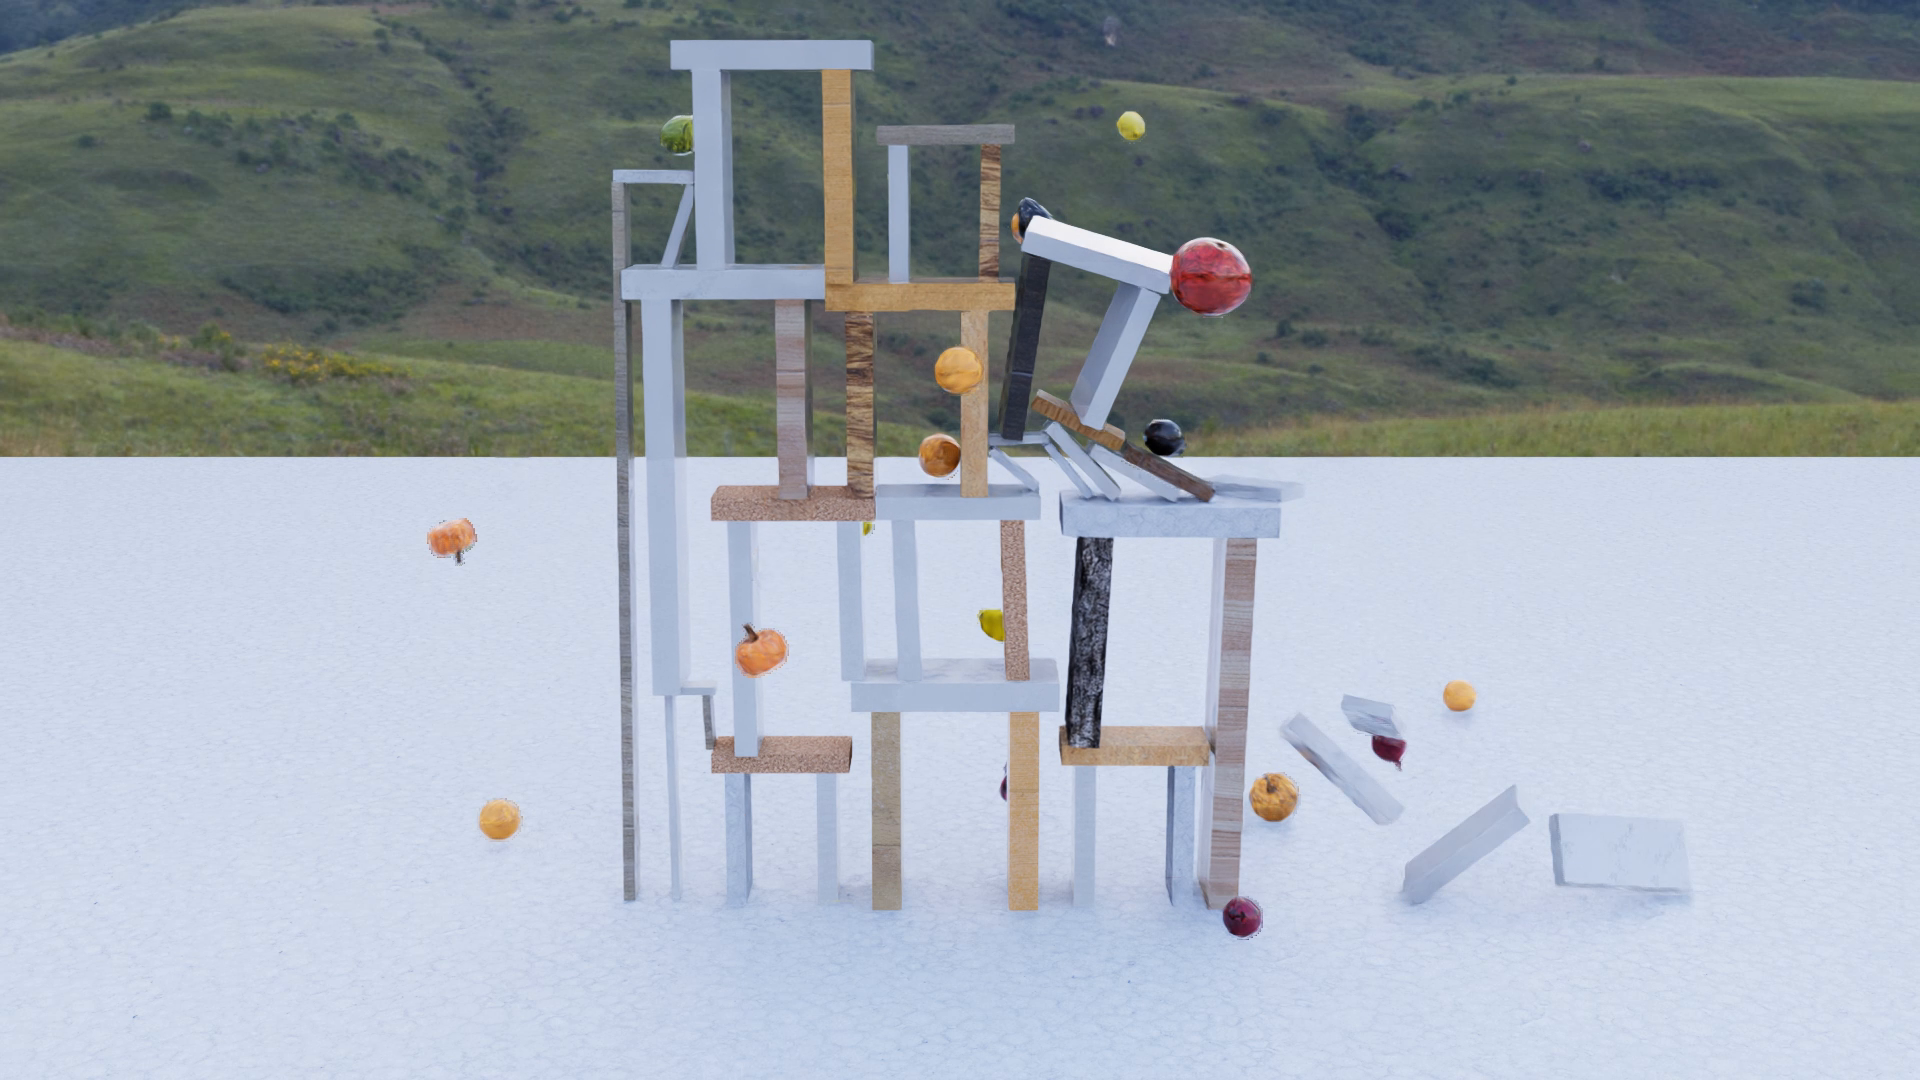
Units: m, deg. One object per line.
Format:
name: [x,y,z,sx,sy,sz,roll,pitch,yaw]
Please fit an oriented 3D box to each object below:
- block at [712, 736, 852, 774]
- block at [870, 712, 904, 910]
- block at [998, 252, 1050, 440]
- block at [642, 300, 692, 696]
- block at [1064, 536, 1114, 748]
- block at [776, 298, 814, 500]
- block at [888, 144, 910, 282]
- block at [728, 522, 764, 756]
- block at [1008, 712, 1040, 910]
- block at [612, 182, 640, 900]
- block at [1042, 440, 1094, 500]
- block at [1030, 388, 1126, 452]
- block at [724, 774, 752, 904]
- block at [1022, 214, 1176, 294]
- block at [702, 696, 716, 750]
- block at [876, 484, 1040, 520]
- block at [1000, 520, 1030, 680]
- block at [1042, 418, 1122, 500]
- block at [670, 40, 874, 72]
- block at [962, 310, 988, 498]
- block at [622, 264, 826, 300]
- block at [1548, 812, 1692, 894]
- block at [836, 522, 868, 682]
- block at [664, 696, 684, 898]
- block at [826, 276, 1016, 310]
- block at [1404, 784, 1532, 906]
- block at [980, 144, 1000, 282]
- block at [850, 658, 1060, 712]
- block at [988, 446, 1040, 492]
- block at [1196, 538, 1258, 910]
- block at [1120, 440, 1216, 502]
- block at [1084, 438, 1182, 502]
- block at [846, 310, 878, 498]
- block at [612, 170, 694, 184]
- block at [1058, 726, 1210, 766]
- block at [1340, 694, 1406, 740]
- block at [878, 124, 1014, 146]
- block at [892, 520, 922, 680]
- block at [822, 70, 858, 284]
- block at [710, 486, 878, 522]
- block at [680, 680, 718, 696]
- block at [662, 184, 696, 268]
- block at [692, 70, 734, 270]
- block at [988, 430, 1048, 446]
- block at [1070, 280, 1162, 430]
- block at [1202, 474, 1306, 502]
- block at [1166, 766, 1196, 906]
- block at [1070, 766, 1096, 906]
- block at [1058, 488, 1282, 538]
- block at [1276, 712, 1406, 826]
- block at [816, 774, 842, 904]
block: [-0.292,0.354,3.627,0.224,0.032,0.112,0,11,0]
block: [-0.119,0.425,3.641,0.047,0.335,0.167,0,11,0]
block: [0.100,-0.313,3.484,0.033,0.291,0.118,7,16,-5]
block: [-0.472,-0.076,3.547,0.045,0.634,0.157,0,11,0]
block: [0.210,0.150,3.592,0.049,0.344,0.172,3,10,0]
block: [-0.263,-0.233,3.518,0.045,0.315,0.158,0,11,1]
block: [-0.095,-0.515,3.464,0.030,0.211,0.106,0,11,1]
block: [-0.348,0.149,3.585,0.037,0.386,0.130,-1,11,0]
block: [0.104,0.425,3.641,0.047,0.335,0.167,0,11,0]
block: [-0.540,0.014,3.561,0.019,1.172,0.067,1,10,-1]
block: [0.173,-0.115,3.542,0.014,0.111,0.048,-39,11,5]
block: [0.190,-0.192,3.524,0.158,0.022,0.079,27,13,-1]
block: [-0.367,0.480,3.650,0.032,0.224,0.112,0,11,0]
block: [0.218,-0.446,3.432,0.236,0.033,0.118,17,21,1]
block: [-0.412,0.294,3.611,0.013,0.092,0.046,-3,11,0]
block: [-0.003,-0.062,3.546,0.261,0.037,0.131,0,11,0]
block: [0.089,0.085,3.574,0.037,0.261,0.130,-2,11,0]
block: [0.196,-0.132,3.541,0.022,0.158,0.079,-43,8,6]
block: [-0.288,-0.751,3.417,0.304,0.043,0.152,0,11,0]
block: [0.023,-0.226,3.521,0.042,0.295,0.148,0,11,0]
block: [-0.367,-0.410,3.485,0.315,0.045,0.157,0,11,0]
block: [1.095,0.519,3.647,0.233,0.117,0.033,5,-21,-14]
block: [-0.175,0.087,3.573,0.037,0.260,0.130,-1,11,0]
block: [-0.473,0.419,3.635,0.013,0.348,0.046,-1,11,0]
block: [-0.061,-0.391,3.491,0.295,0.042,0.148,0,11,1]
block: [0.836,0.502,3.631,0.236,0.033,0.117,-41,2,18]
block: [0.047,-0.516,3.462,0.030,0.211,0.106,1,10,0]
block: [-0.008,0.237,3.607,0.335,0.047,0.167,0,11,0]
block: [0.086,-0.116,3.543,0.096,0.014,0.048,39,8,-7]
block: [0.437,0.285,3.617,0.049,0.617,0.172,2,11,0]
block: [0.332,-0.111,3.536,0.155,0.022,0.077,27,9,-6]
block: [0.278,-0.113,3.537,0.158,0.022,0.079,28,8,-6]
block: [-0.156,-0.224,3.522,0.042,0.296,0.148,0,11,1]
block: [-0.475,-0.573,3.462,0.133,0.019,0.067,0,11,-1]
block: [0.284,0.338,3.618,0.239,0.034,0.120,0,11,0]
block: [0.637,0.273,3.379,0.077,0.022,0.155,12,-13,22]
block: [-0.021,-0.634,3.442,0.211,0.030,0.106,0,10,1]
block: [-0.085,0.085,3.574,0.037,0.261,0.131,-2,11,0]
block: [-0.187,-0.570,3.451,0.043,0.326,0.152,0,11,0]
block: [-0.265,-0.060,3.546,0.260,0.037,0.130,0,11,0]
block: [-0.444,0.242,3.602,0.092,0.013,0.046,0,11,0]
block: [-0.438,-0.496,3.465,0.019,0.133,0.067,19,10,-4]
block: [-0.386,-0.581,3.448,0.043,0.304,0.152,0,11,0]
block: [0.092,-0.164,3.529,0.096,0.014,0.048,-3,11,1]
block: [0.243,-0.303,3.472,0.033,0.236,0.118,18,20,-15]
block: [0.476,-0.085,3.591,0.155,0.022,0.077,9,13,37]
block: [0.365,0.473,3.643,0.034,0.239,0.120,0,11,0]
block: [0.204,0.473,3.644,0.034,0.239,0.120,0,11,0]
block: [0.335,-0.044,3.557,0.344,0.049,0.172,1,11,1]
block: [0.631,0.381,3.651,0.233,0.033,0.117,43,-7,6]
block: [-0.217,0.480,3.650,0.032,0.224,0.112,0,11,0]
